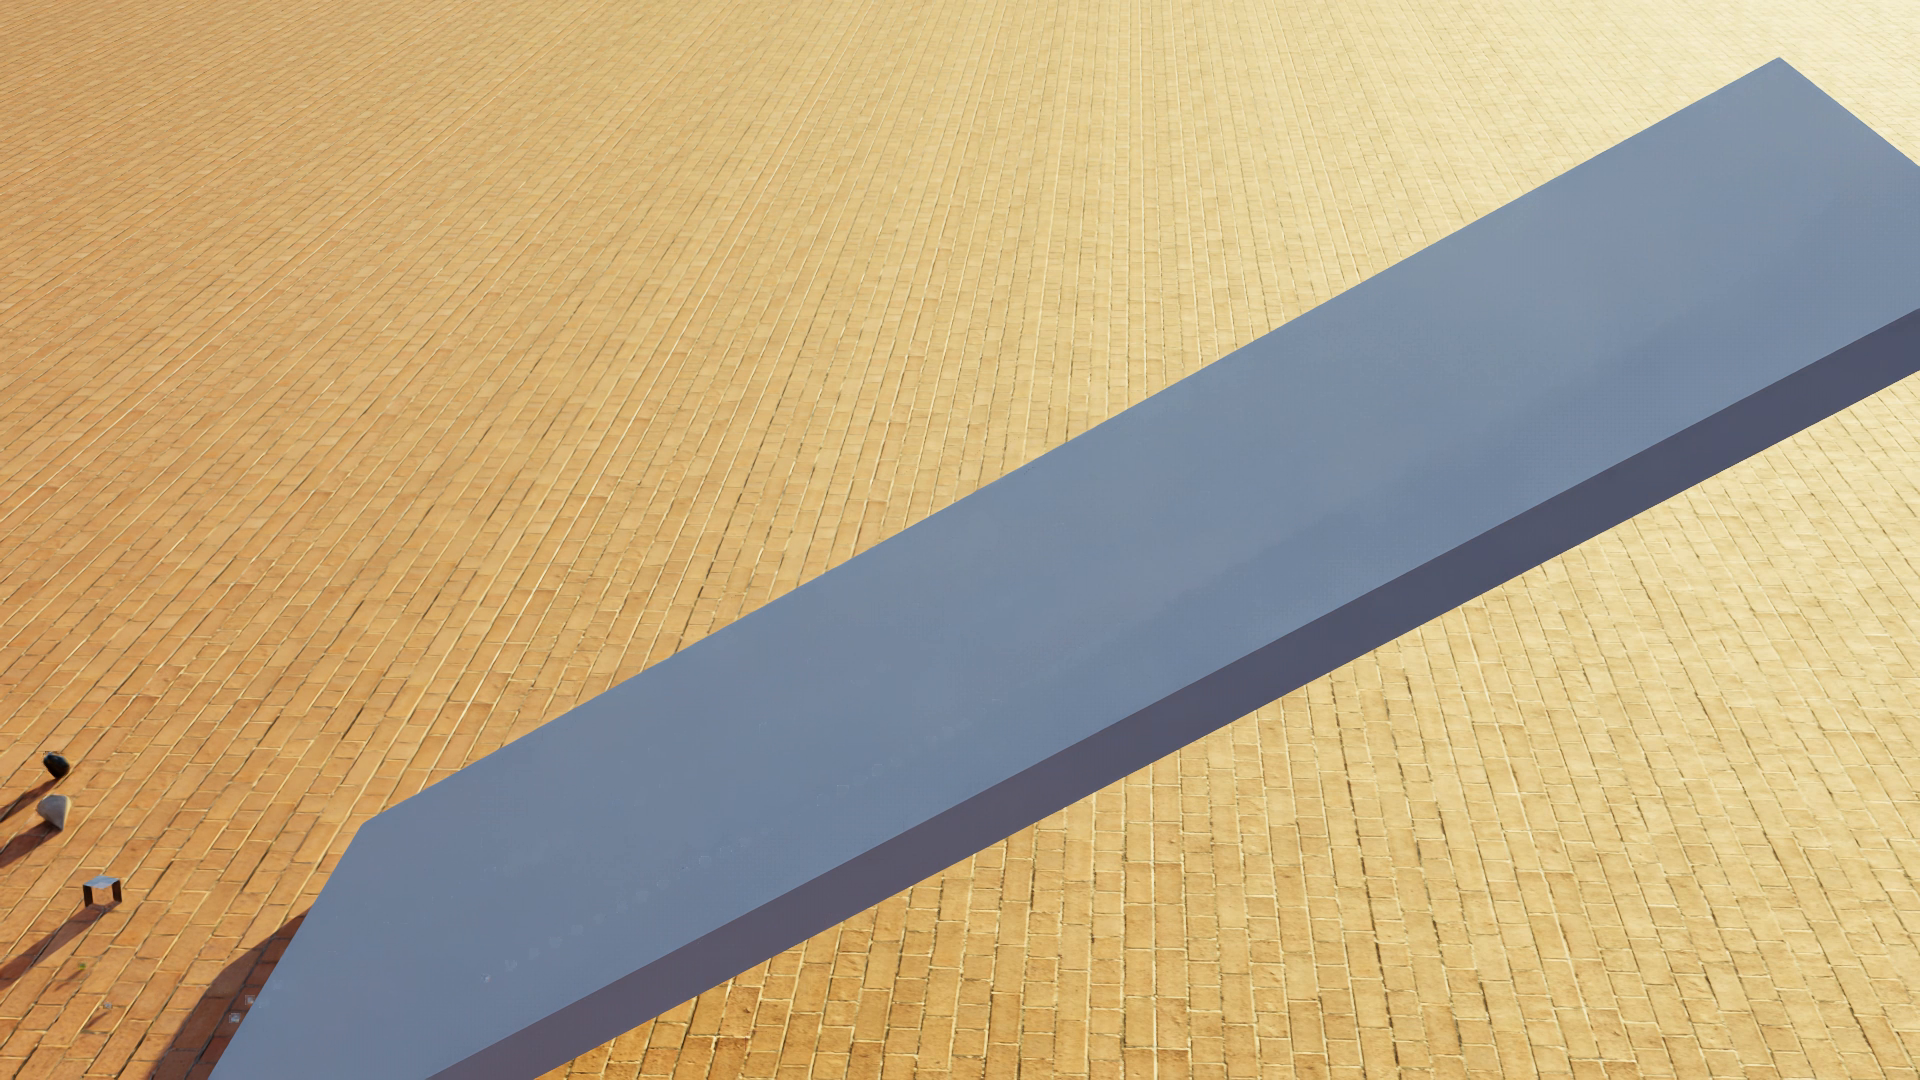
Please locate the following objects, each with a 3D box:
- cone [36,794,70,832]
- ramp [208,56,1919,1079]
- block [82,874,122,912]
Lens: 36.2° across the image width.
[{"bbox_3d":[-2.397,0.741,7.818,0.092,0.092,0.092,-11,48,-29],"label":"cone"},{"bbox_3d":[0.142,0.168,6.285,4.000,0.100,2.000,-28,15,12],"label":"ramp"},{"bbox_3d":[-2.145,0.884,7.358,0.064,0.064,0.064,8,20,23],"label":"block"}]
